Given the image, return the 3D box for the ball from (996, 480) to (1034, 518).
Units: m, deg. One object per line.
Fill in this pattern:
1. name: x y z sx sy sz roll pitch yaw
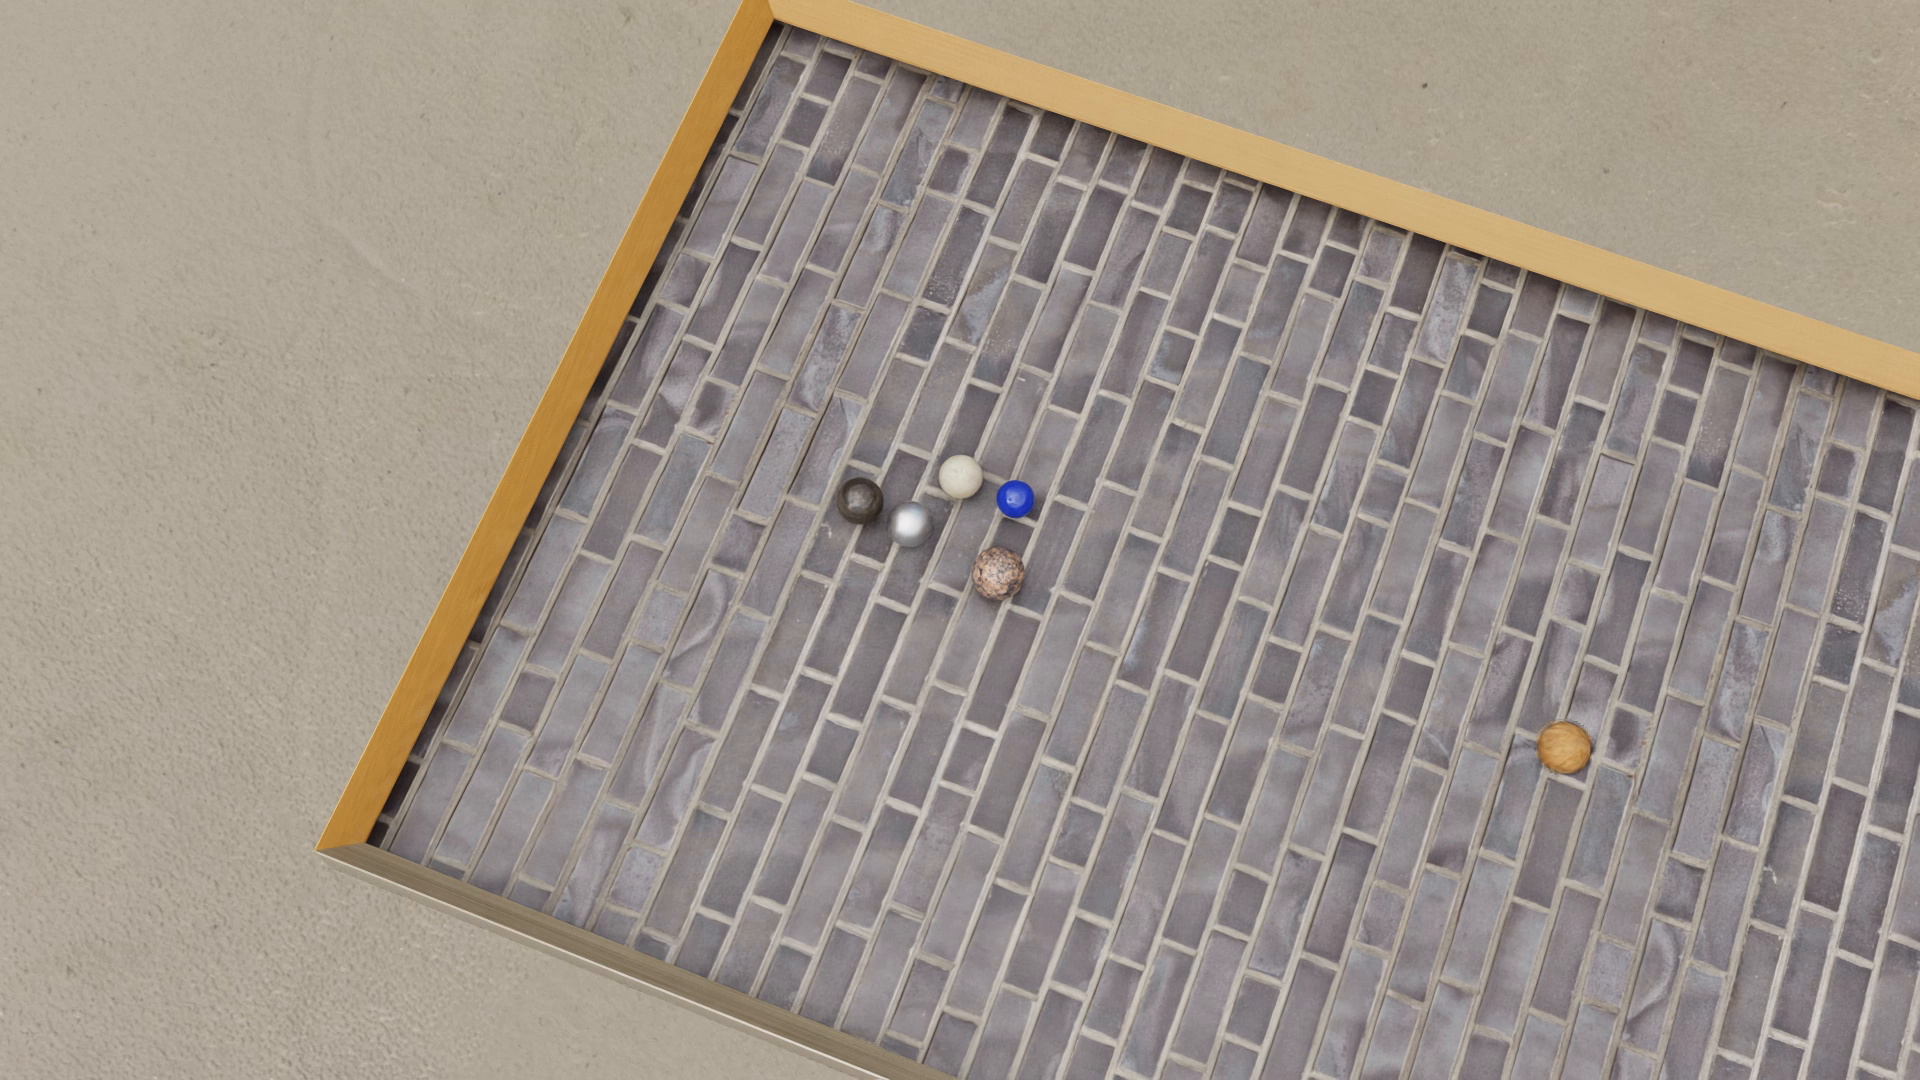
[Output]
1. ball: 0.088 -0.065 3.500 0.062 0.062 0.062 0 69 0

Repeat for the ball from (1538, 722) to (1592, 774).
1. ball: 0.918 0.316 3.342 0.079 0.079 0.079 0 69 0

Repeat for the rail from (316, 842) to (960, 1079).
1. rail: 0.356 0.923 3.089 2.774 0.110 0.045 20 70 8

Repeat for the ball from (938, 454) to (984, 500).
1. ball: 0.001 -0.101 3.509 0.071 0.071 0.071 0 69 0

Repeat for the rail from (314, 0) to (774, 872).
1. rail: -0.624 -0.233 3.539 0.045 0.110 1.650 20 70 8

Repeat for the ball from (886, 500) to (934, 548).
1. ball: -0.079 -0.025 3.478 0.074 0.074 0.074 0 69 0

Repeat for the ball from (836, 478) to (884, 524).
1. ball: -0.159 -0.062 3.491 0.076 0.076 0.076 0 69 0

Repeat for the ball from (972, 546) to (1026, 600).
1. ball: 0.060 0.052 3.442 0.084 0.084 0.084 0 69 0

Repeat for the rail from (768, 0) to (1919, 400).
1. rail: 0.937 -0.469 3.631 2.774 0.110 0.045 20 70 8
